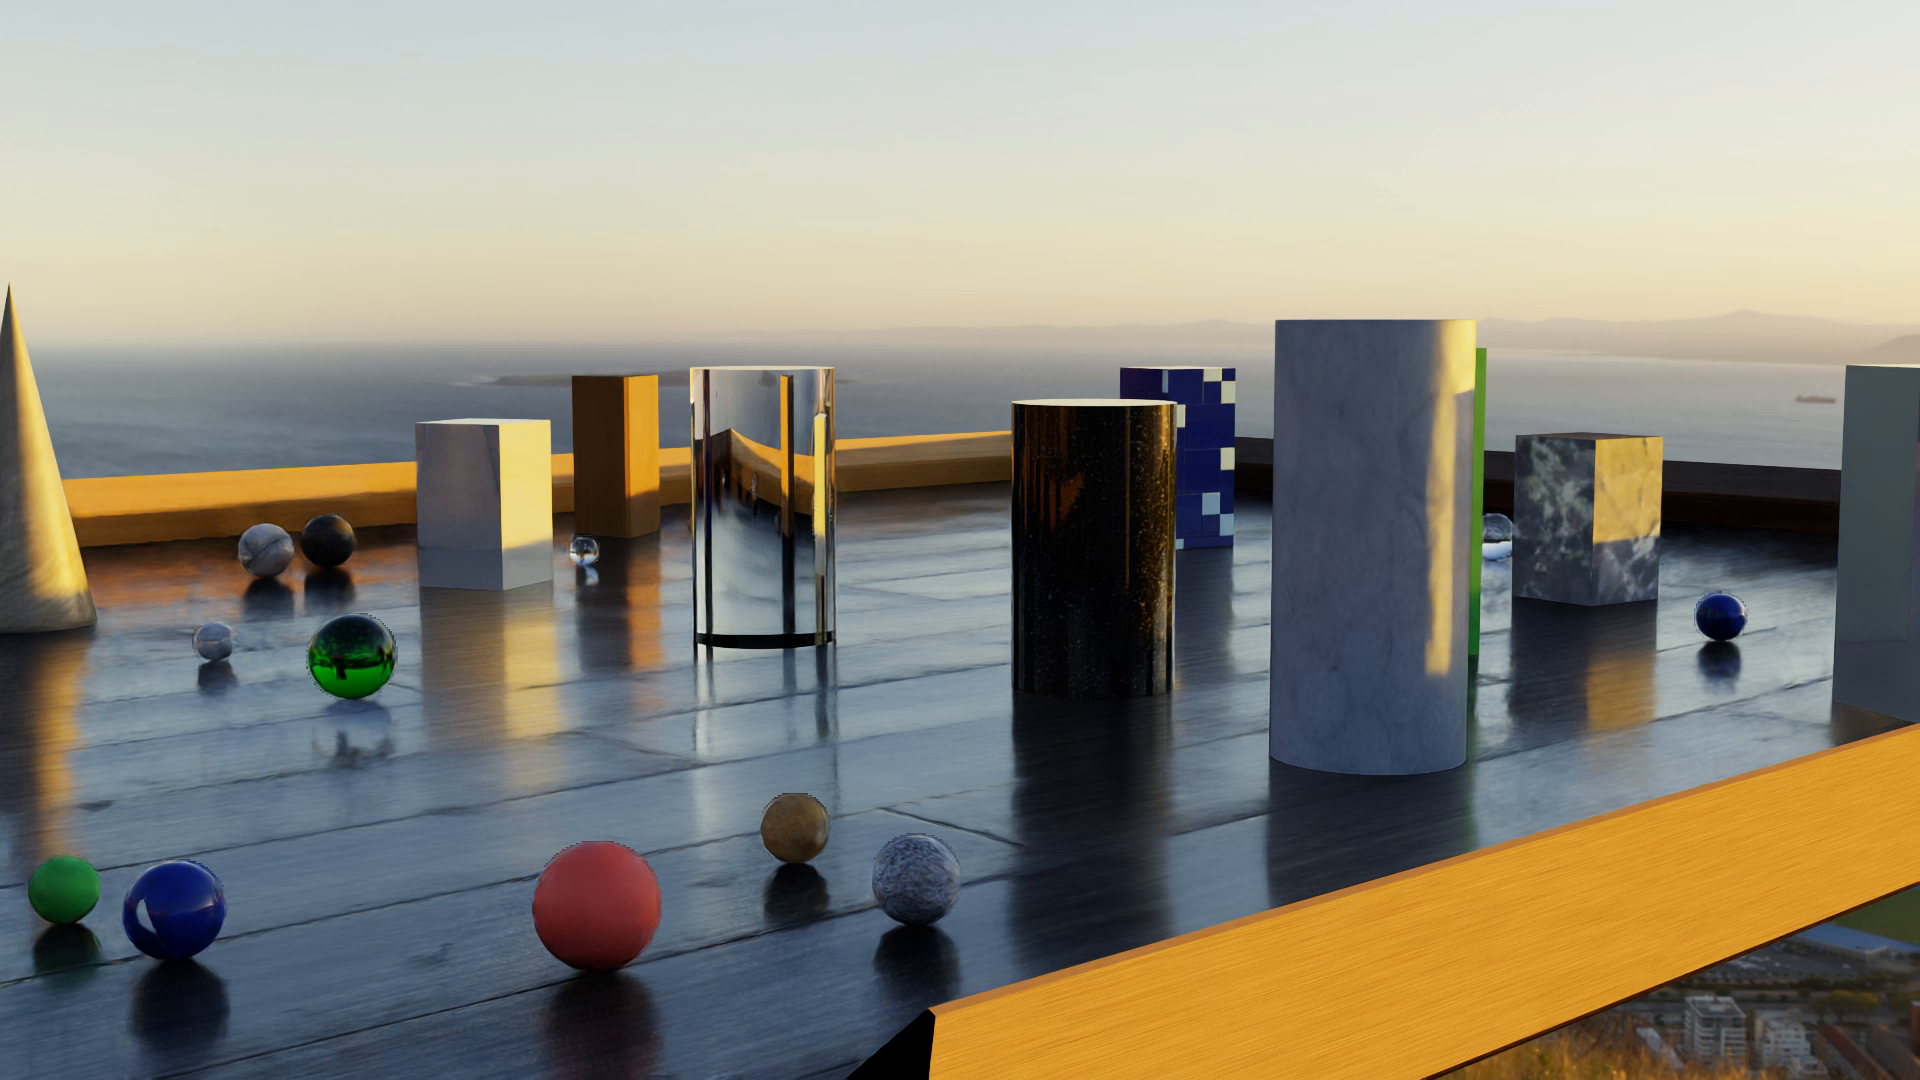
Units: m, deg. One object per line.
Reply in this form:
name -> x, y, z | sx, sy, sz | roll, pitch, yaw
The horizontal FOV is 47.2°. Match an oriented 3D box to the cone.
cone -> -1.331, -0.122, 3.102 | 0.194, 0.485, 0.194 | 0, 6, 0

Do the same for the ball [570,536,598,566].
ball -> -0.656, 0.019, 3.834 | 0.051, 0.051, 0.051 | 0, 6, 0

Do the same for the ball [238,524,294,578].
ball -> -1.156, 0.018, 3.662 | 0.090, 0.090, 0.090 | 0, 6, 0

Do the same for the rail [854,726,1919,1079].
rail -> 1.144, 0.162, 2.099 | 3.975, 0.126, 0.045 | -5, 8, -42

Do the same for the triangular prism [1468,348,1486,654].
triangular prism -> 0.566, -0.052, 2.861 | 0.168, 0.395, 0.146 | -3, 7, -25

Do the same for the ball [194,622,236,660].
ball -> -0.947, 0.129, 2.794 | 0.050, 0.050, 0.050 | 0, 6, 0

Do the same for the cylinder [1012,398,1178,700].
cylinder -> 0.157, 0.005, 2.599 | 0.194, 0.336, 0.194 | 0, 6, 0

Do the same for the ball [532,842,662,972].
ball -> -0.245, 0.248, 1.486 | 0.086, 0.086, 0.086 | 0, 6, 0

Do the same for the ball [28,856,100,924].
ball -> -0.651, 0.255, 1.600 | 0.049, 0.049, 0.049 | 0, 6, 0

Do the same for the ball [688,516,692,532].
ball -> -0.516, -0.031, 4.340 | 0.044, 0.044, 0.044 | 0, 6, 0

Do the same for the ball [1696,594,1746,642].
ball -> 1.024, 0.104, 2.960 | 0.064, 0.064, 0.064 | 0, 6, 0

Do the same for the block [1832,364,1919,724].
block -> 1.091, -0.001, 2.437 | 0.156, 0.382, 0.156 | -2, 6, -14

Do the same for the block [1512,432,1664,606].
block -> 0.970, -0.036, 3.405 | 0.156, 0.250, 0.156 | -4, 7, -34

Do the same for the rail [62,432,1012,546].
rail -> -1.144, -0.096, 4.565 | 3.975, 0.126, 0.045 | -5, 8, -42

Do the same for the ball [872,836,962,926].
ball -> -0.031, 0.247, 1.594 | 0.065, 0.065, 0.065 | 0, 6, 0

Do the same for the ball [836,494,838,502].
ball -> -0.305, -0.092, 4.758 | 0.079, 0.079, 0.079 | 0, 6, 0

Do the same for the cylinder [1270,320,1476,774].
cylinder -> 0.408, -0.001, 2.184 | 0.194, 0.434, 0.194 | 0, 6, 0

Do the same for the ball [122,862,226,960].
ball -> -0.539, 0.254, 1.509 | 0.068, 0.068, 0.068 | 0, 6, 0

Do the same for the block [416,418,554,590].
block -> -0.773, -0.061, 3.582 | 0.156, 0.264, 0.156 | 2, 6, 20

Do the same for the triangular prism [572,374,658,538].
triangular prism -> -0.660, -0.171, 4.391 | 0.168, 0.313, 0.146 | 5, 8, 42

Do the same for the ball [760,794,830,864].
ball -> -0.133, 0.233, 1.773 | 0.055, 0.055, 0.055 | 0, 6, 0

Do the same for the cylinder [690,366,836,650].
cylinder -> -0.265, -0.049, 2.969 | 0.194, 0.366, 0.194 | 0, 6, 0

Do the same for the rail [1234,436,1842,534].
rail -> 1.443, -0.106, 4.657 | 0.045, 0.126, 3.422 | -5, 8, -42

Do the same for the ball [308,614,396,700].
ball -> -0.697, 0.134, 2.520 | 0.097, 0.097, 0.097 | 0, 6, 0

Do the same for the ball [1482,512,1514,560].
ball -> 0.948, -0.006, 3.909 | 0.085, 0.085, 0.085 | 0, 6, 0

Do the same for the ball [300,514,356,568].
ball -> -1.094, 0.002, 3.805 | 0.092, 0.092, 0.092 | 0, 6, 0

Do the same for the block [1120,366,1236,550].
block -> 0.411, -0.159, 4.176 | 0.156, 0.335, 0.156 | -4, 7, -30
